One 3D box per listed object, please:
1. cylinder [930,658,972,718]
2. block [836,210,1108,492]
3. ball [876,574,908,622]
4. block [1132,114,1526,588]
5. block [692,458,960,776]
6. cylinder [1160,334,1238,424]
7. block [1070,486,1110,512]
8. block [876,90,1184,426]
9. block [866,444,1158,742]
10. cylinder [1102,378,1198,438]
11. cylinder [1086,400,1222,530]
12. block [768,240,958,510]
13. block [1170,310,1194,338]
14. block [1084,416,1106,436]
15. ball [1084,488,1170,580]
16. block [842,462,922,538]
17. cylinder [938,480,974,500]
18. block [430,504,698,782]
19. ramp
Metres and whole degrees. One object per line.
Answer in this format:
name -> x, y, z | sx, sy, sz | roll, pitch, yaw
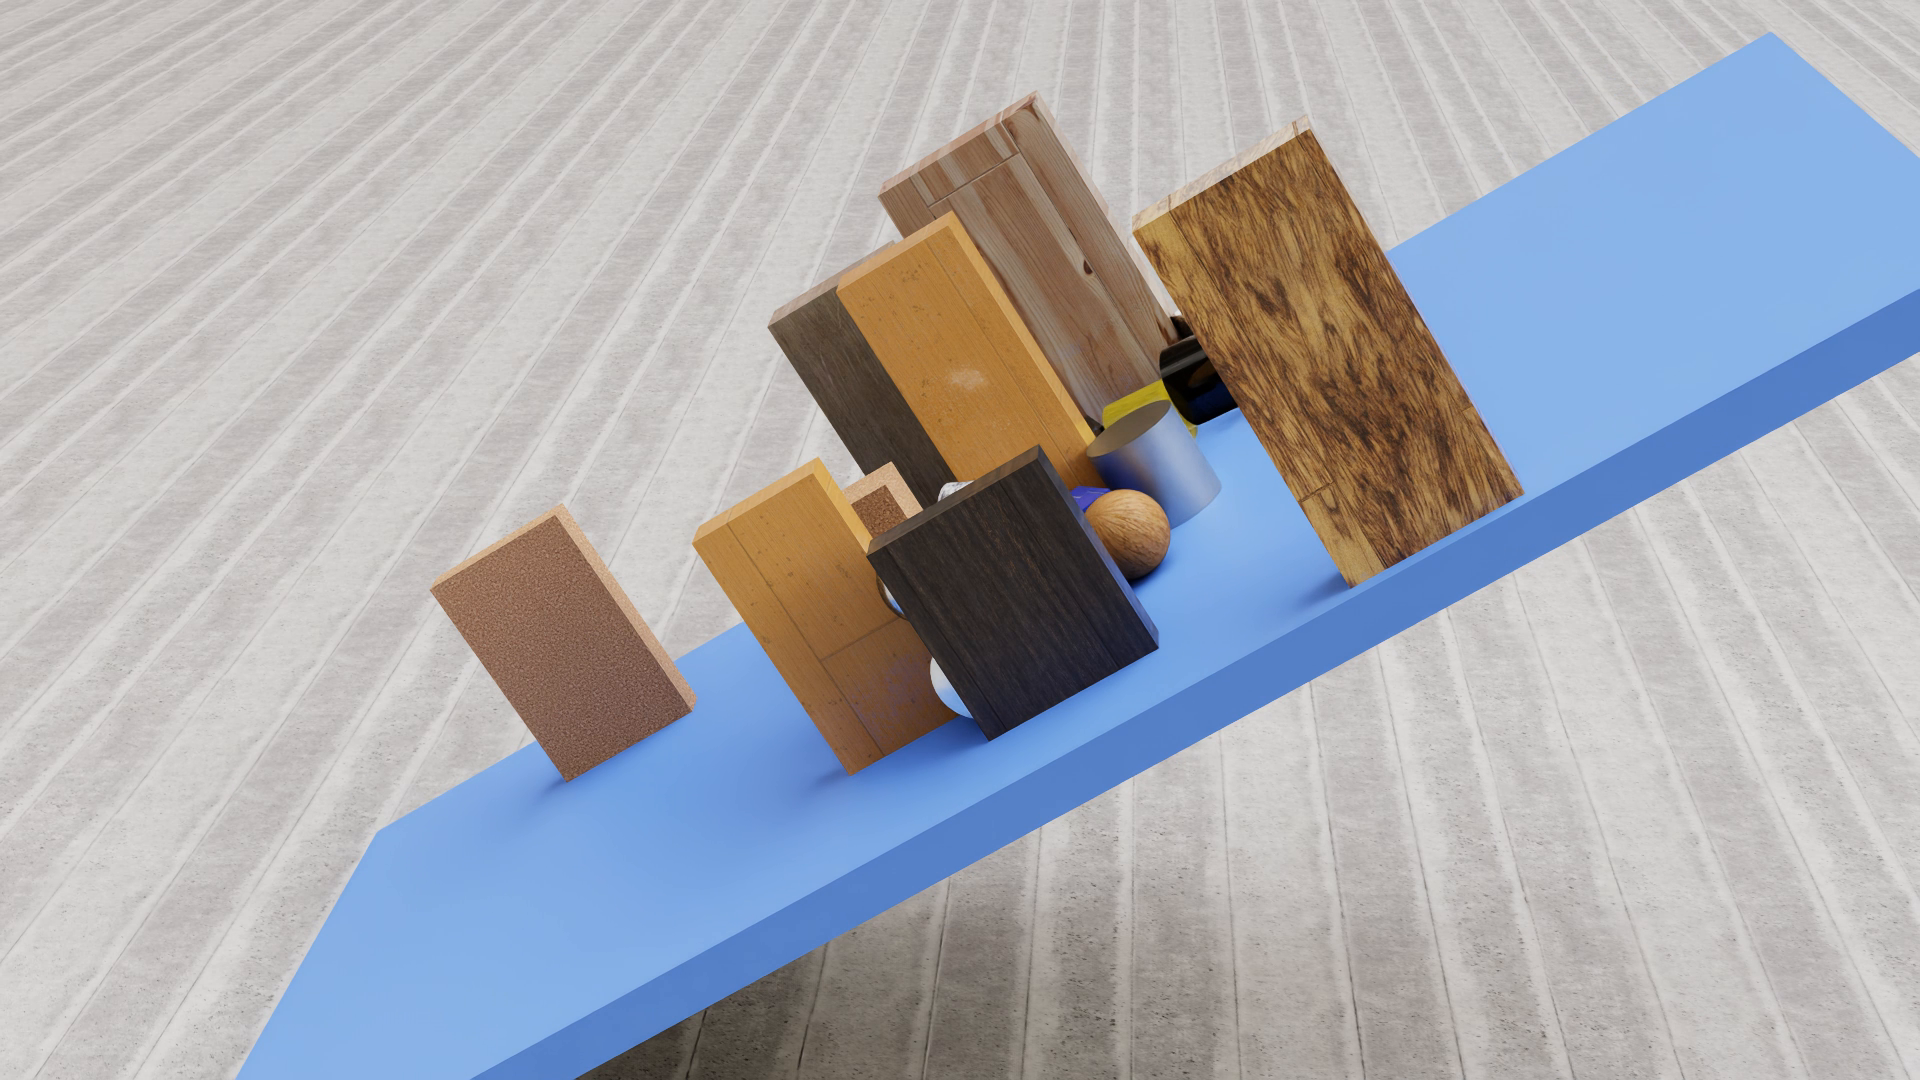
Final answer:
cylinder -> 0.050, 0.218, 5.733 | 0.202, 0.202, 0.202 | 1, 20, 3
block -> 0.065, -0.293, 6.223 | 0.275, 0.763, 0.136 | -30, 15, 13
ball -> -0.067, 0.068, 5.681 | 0.192, 0.192, 0.192 | 0, 20, 0
block -> 0.643, -0.323, 5.132 | 0.348, 0.754, 0.121 | -30, 15, 13
block -> -0.249, 0.154, 5.823 | 0.283, 0.574, 0.103 | -30, 15, 13
cylinder -> 0.577, -0.381, 6.563 | 0.190, 0.190, 0.190 | -25, 7, 29
block -> 0.256, 0.003, 6.066 | 0.161, 0.161, 0.161 | -37, 15, -15
block -> 0.200, -0.598, 6.874 | 0.426, 0.782, 0.138 | -30, 15, 13
block -> 0.101, 0.102, 5.534 | 0.374, 0.436, 0.089 | -30, 15, 13
cylinder -> 0.425, -0.263, 6.578 | 0.153, 0.153, 0.153 | -25, 8, 27
cylinder -> 0.406, -0.149, 6.147 | 0.207, 0.207, 0.207 | -31, 15, 9
block -> -0.087, -0.260, 6.487 | 0.311, 0.736, 0.136 | -30, 15, 13
block -> 0.645, -0.506, 6.835 | 0.182, 0.182, 0.182 | -41, 17, -28
block -> 0.276, -0.158, 6.542 | 0.158, 0.158, 0.158 | -34, 15, -2
ball -> 0.331, -0.011, 5.908 | 0.184, 0.184, 0.184 | 0, 20, 0
block -> -0.153, 0.104, 6.074 | 0.284, 0.427, 0.150 | -30, 15, 13
cylinder -> 0.047, -0.053, 6.109 | 0.143, 0.143, 0.143 | -4, 16, 24
block -> -0.935, 0.246, 6.959 | 0.362, 0.573, 0.087 | -30, 15, 13
ramp -> 0.141, 0.169, 6.290 | 4.000, 0.100, 2.000 | -30, 15, 13
